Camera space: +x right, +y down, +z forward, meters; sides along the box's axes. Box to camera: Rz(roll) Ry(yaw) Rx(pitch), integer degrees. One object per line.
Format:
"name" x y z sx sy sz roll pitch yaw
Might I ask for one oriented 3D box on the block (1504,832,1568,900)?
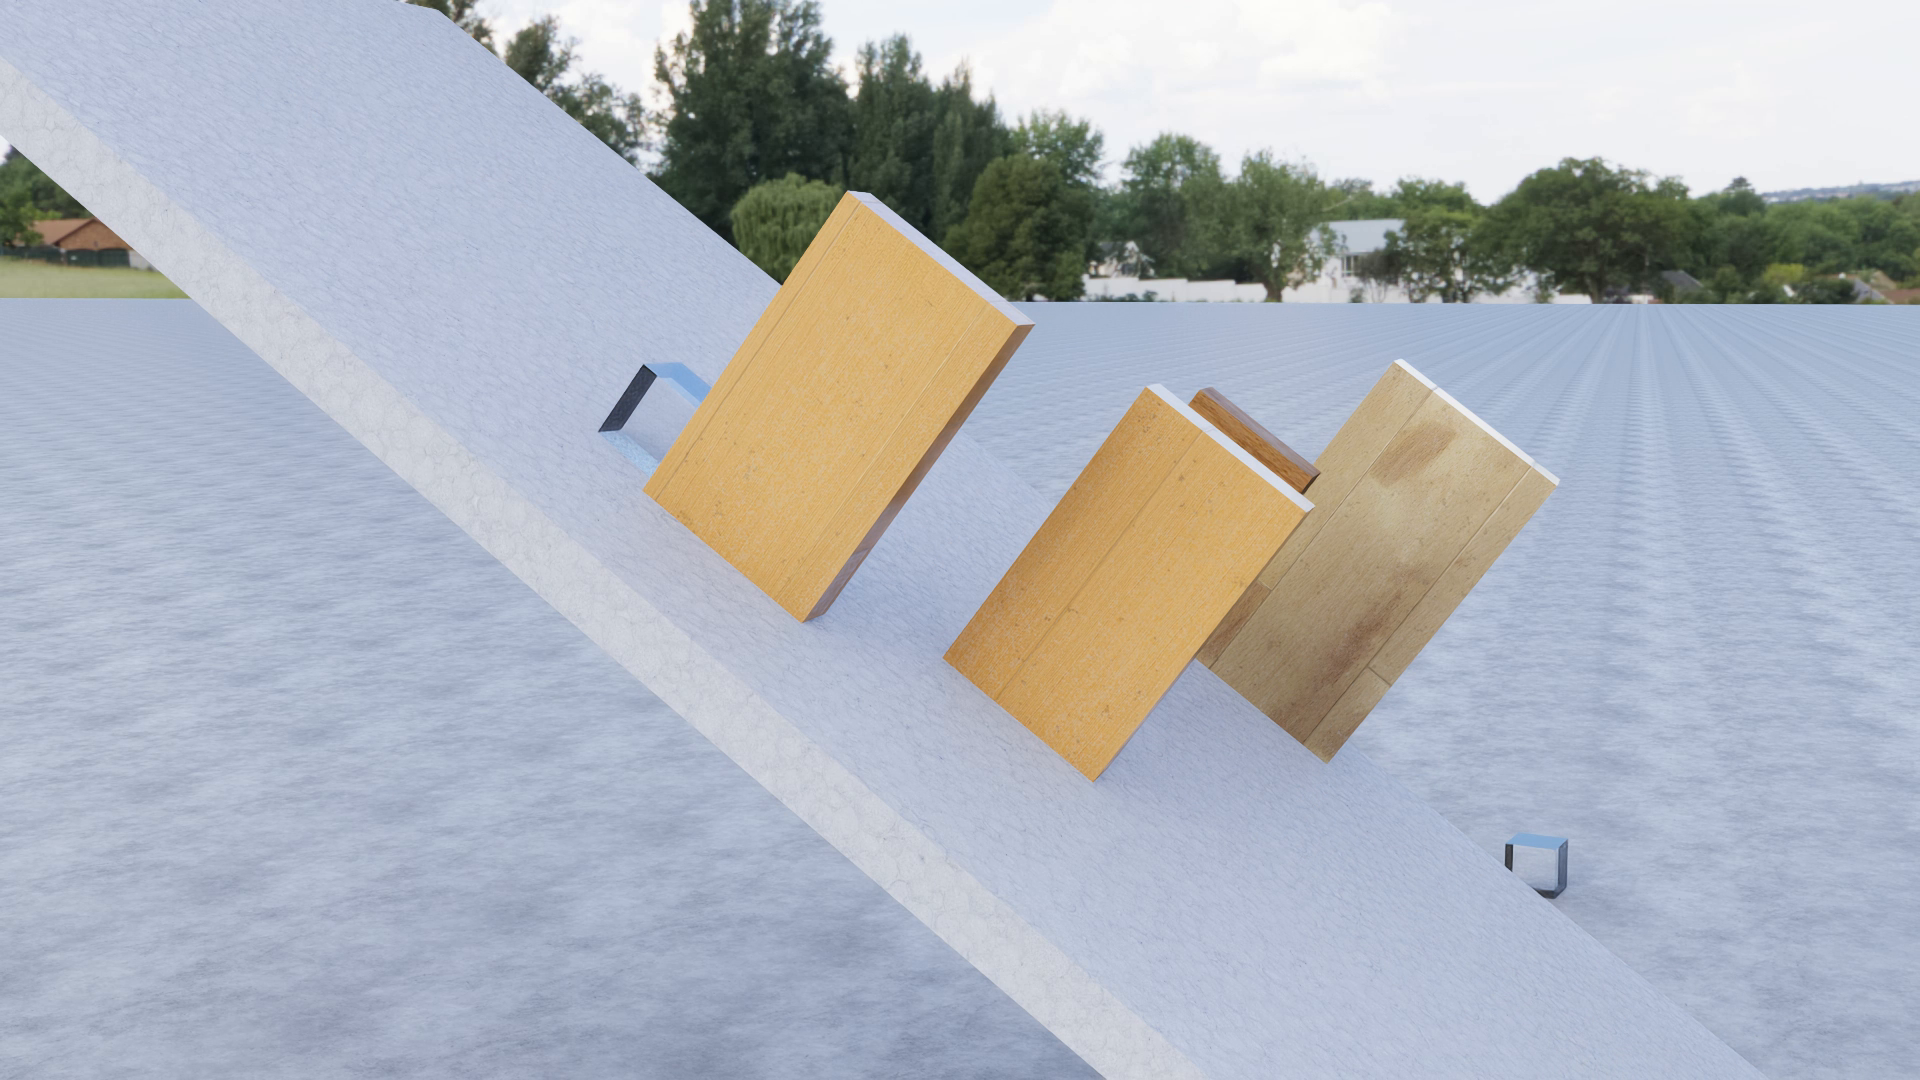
"block" 1.734 0.980 6.618 0.151 0.151 0.151 4 8 29

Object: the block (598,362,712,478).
"block" -0.475 -0.192 3.611 0.140 0.140 0.140 40 16 11

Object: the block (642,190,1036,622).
"block" -0.194 -0.205 3.428 0.335 0.581 0.105 39 16 9

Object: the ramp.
"ramp" -0.055 0.115 4.065 4.000 0.100 2.000 39 16 9

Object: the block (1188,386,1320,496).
"block" 0.401 0.010 4.138 0.261 0.545 0.118 39 16 9

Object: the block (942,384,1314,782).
"block" 0.275 0.071 3.639 0.327 0.575 0.103 39 16 9

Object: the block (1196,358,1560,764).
"block" 0.848 0.045 4.610 0.410 0.747 0.147 39 16 9
